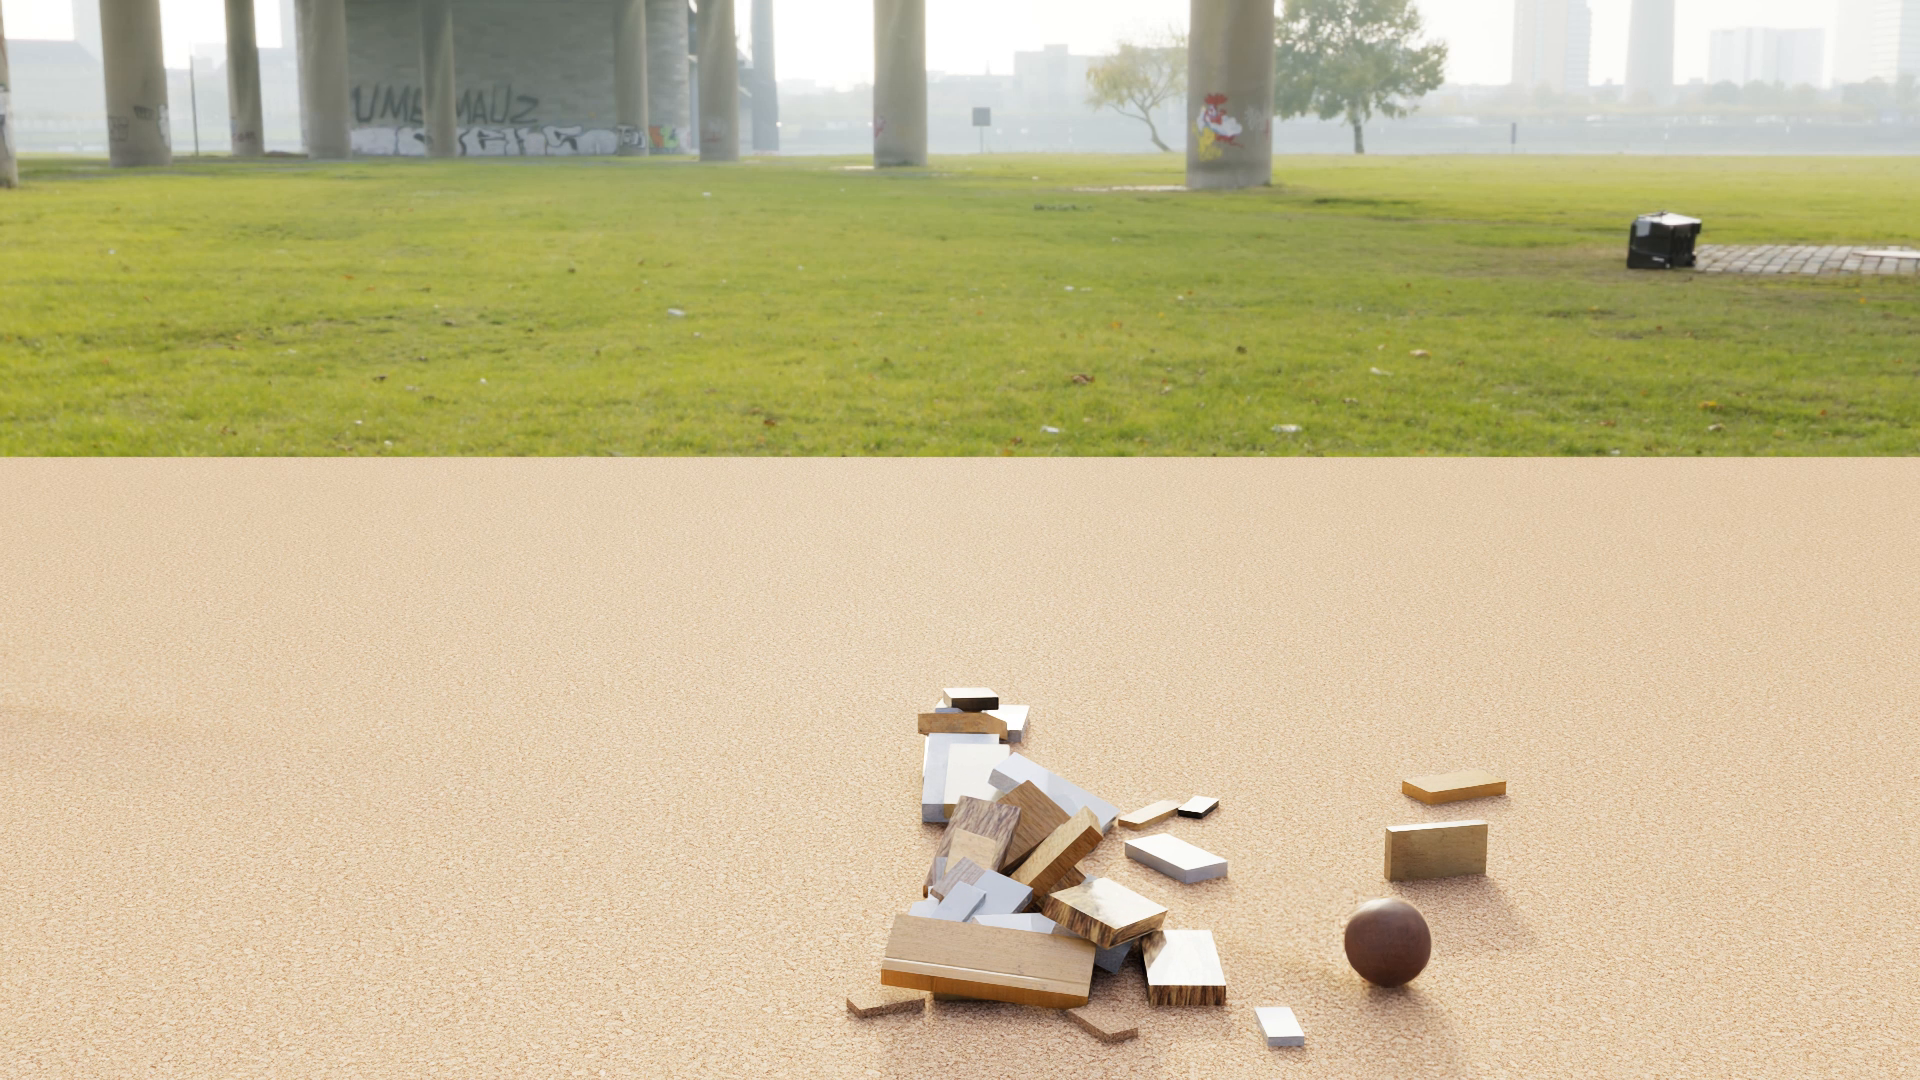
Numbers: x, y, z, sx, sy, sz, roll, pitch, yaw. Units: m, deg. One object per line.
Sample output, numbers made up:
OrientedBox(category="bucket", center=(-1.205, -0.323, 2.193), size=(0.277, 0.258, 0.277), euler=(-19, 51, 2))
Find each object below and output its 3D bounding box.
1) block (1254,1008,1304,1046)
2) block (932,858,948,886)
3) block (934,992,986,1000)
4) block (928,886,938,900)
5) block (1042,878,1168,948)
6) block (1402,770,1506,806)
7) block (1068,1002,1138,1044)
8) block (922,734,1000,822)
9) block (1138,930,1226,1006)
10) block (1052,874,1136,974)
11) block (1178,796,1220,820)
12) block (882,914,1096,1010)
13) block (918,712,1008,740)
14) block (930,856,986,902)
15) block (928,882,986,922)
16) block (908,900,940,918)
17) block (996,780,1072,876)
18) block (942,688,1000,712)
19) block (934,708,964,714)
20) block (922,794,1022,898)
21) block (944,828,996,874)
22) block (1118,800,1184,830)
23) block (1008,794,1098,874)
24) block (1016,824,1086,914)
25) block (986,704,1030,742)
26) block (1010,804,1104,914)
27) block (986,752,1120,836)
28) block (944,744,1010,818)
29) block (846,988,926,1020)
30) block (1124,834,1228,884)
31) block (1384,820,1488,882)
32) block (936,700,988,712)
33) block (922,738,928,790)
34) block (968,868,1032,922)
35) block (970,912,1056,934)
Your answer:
OrientedBox(category="block", center=(0.451, 0.687, 3.106), size=(0.051, 0.015, 0.103), euler=(-1, 11, -3))
OrientedBox(category="block", center=(-0.009, 0.570, 3.559), size=(0.070, 0.020, 0.139), euler=(0, 37, 0))
OrientedBox(category="block", center=(-0.001, 0.631, 3.293), size=(0.083, 0.023, 0.166), euler=(-1, 22, -3))
OrientedBox(category="block", center=(-0.017, 0.597, 3.470), size=(0.070, 0.020, 0.140), euler=(1, 27, 1))
OrientedBox(category="block", center=(0.223, 0.566, 3.347), size=(0.115, 0.033, 0.230), euler=(24, 9, 23))
OrientedBox(category="block", center=(0.949, 0.474, 4.223), size=(0.177, 0.025, 0.089), euler=(-5, 12, -24))
OrientedBox(category="block", center=(0.202, 0.685, 3.118), size=(0.051, 0.015, 0.103), euler=(-6, 12, -29))
OrientedBox(category="block", center=(0.003, 0.448, 4.163), size=(0.136, 0.039, 0.272), euler=(1, 23, 2))
OrientedBox(category="block", center=(0.332, 0.641, 3.306), size=(0.111, 0.031, 0.222), euler=(0, 11, 1))
OrientedBox(category="block", center=(0.221, 0.596, 3.431), size=(0.115, 0.033, 0.230), euler=(25, 16, 10))
OrientedBox(category="block", center=(0.447, 0.500, 4.115), size=(0.047, 0.013, 0.094), euler=(5, 12, 26))
OrientedBox(category="block", center=(0.044, 0.620, 3.229), size=(0.302, 0.033, 0.115), euler=(6, 35, 7))
OrientedBox(category="block", center=(0.008, 0.379, 4.446), size=(0.136, 0.039, 0.272), euler=(-1, -9, 10))
OrientedBox(category="block", center=(-0.001, 0.544, 3.486), size=(0.049, 0.014, 0.097), euler=(32, 39, 17))
OrientedBox(category="block", center=(-0.004, 0.572, 3.418), size=(0.049, 0.014, 0.097), euler=(19, 38, 24))
OrientedBox(category="block", center=(-0.063, 0.601, 3.434), size=(0.049, 0.014, 0.097), euler=(-13, 27, 26))
OrientedBox(category="block", center=(0.080, 0.502, 3.762), size=(0.107, 0.030, 0.214), euler=(40, 48, 24))
OrientedBox(category="block", center=(0.022, 0.330, 4.557), size=(0.097, 0.028, 0.194), euler=(-1, 2, -5))
OrientedBox(category="block", center=(-0.021, 0.347, 4.408), size=(0.047, 0.013, 0.094), euler=(-1, -9, 7))
OrientedBox(category="block", center=(0.022, 0.520, 3.665), size=(0.107, 0.030, 0.214), euler=(11, 40, 13))
OrientedBox(category="block", center=(0.015, 0.522, 3.575), size=(0.070, 0.020, 0.139), euler=(19, 24, 0))
OrientedBox(category="block", center=(0.354, 0.509, 4.070), size=(0.047, 0.013, 0.147), euler=(8, 13, 38))
OrientedBox(category="block", center=(0.124, 0.514, 3.837), size=(0.225, 0.032, 0.113), euler=(-8, 47, -36))
OrientedBox(category="block", center=(0.148, 0.547, 3.614), size=(0.111, 0.031, 0.222), euler=(-45, 8, 6))
OrientedBox(category="block", center=(0.091, 0.389, 4.675), size=(0.097, 0.028, 0.194), euler=(1, 11, 7))
OrientedBox(category="block", center=(0.140, 0.526, 3.542), size=(0.214, 0.030, 0.107), euler=(-44, 8, 7))
OrientedBox(category="block", center=(0.172, 0.468, 4.008), size=(0.225, 0.032, 0.113), euler=(28, 19, 16))
OrientedBox(category="block", center=(0.032, 0.447, 4.077), size=(0.113, 0.032, 0.225), euler=(1, 23, 3))
OrientedBox(category="block", center=(-0.108, 0.671, 3.192), size=(0.103, 0.015, 0.051), euler=(-5, 12, -24))
OrientedBox(category="block", center=(0.373, 0.551, 3.810), size=(0.089, 0.025, 0.177), euler=(-6, 12, -31))
OrientedBox(category="block", center=(0.812, 0.529, 3.752), size=(0.177, 0.089, 0.025), euler=(-3, 11, -13))
OrientedBox(category="block", center=(0.004, 0.356, 4.629), size=(0.097, 0.028, 0.194), euler=(-1, 2, 4))
OrientedBox(category="block", center=(-0.002, 0.446, 4.341), size=(0.136, 0.039, 0.272), euler=(0, 11, 0))
OrientedBox(category="block", center=(0.036, 0.585, 3.434), size=(0.083, 0.023, 0.166), euler=(20, 39, 25))
OrientedBox(category="block", center=(0.102, 0.606, 3.359), size=(0.166, 0.023, 0.083), euler=(6, 25, -39))
